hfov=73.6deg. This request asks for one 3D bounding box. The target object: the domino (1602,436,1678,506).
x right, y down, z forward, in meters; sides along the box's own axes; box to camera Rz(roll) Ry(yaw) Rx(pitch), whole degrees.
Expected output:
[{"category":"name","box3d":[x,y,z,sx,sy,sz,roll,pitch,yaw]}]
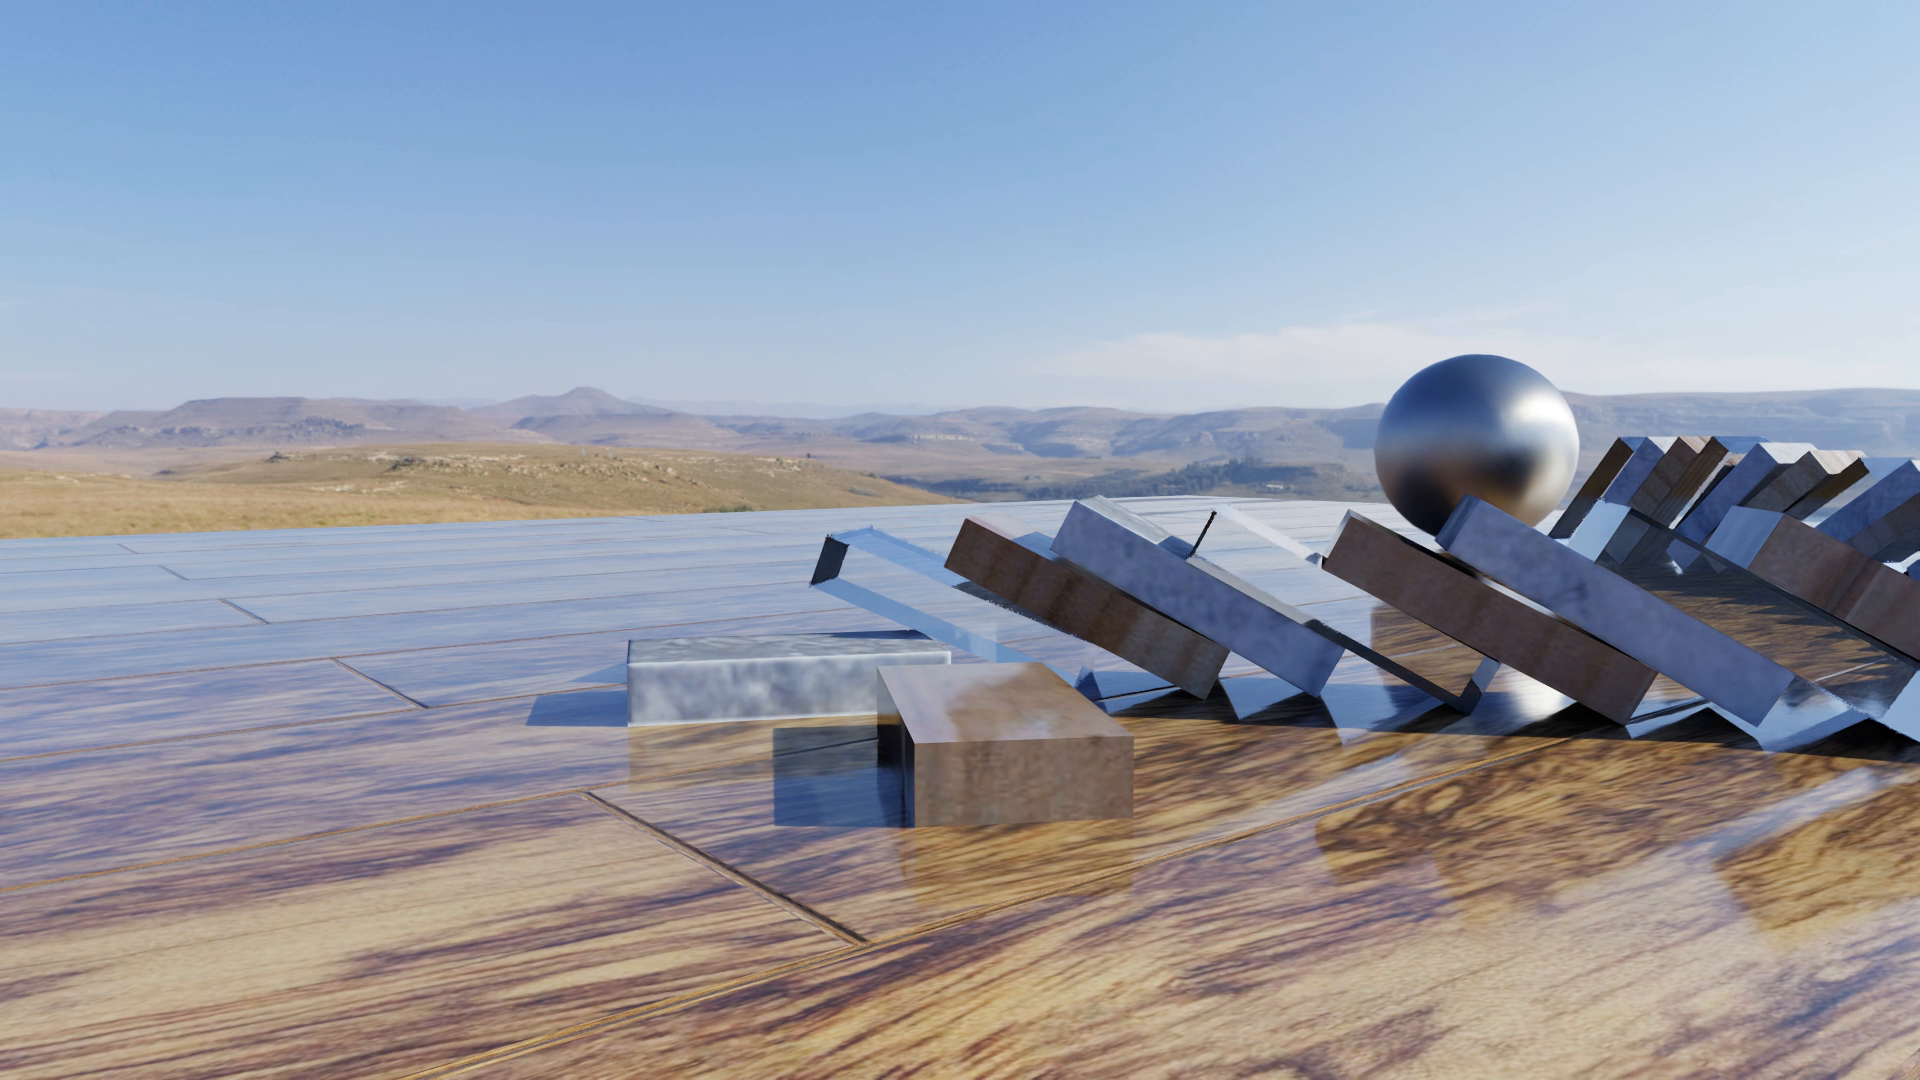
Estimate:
[{"category":"domino","box3d":[0.246,-0.015,0.464,0.025,0.050,0.010,-2,43,-22]}]

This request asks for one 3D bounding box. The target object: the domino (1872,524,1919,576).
[{"category":"domino","box3d":[0.274,0.000,0.347,0.025,0.010,0.050,0,-27,1]}]

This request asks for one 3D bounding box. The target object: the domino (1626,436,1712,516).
[{"category":"domino","box3d":[0.251,-0.014,0.453,0.025,0.050,0.010,-2,43,-23]}]

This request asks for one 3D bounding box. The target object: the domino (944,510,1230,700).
[{"category":"domino","box3d":[0.024,0.011,0.229,0.050,0.009,0.025,27,11,12]}]

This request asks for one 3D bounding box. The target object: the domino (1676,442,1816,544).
[{"category":"domino","box3d":[0.262,-0.011,0.430,0.025,0.050,0.009,-2,48,-23]}]

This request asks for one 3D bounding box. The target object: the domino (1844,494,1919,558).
[{"category":"domino","box3d":[0.278,-0.003,0.368,0.025,0.009,0.050,-1,-31,-14]}]

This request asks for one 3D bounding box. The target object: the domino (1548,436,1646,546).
[{"category":"domino","box3d":[0.242,-0.016,0.476,0.025,0.050,0.009,-2,43,-23]}]

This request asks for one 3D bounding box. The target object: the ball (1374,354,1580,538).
[{"category":"ball","box3d":[0.216,-0.038,0.540,0.080,0.080,0.080,0,4,0]}]

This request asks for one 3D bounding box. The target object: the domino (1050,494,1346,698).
[{"category":"domino","box3d":[0.042,0.009,0.224,0.050,0.010,0.025,29,11,12]}]

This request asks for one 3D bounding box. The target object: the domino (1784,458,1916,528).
[{"category":"domino","box3d":[0.271,-0.007,0.401,0.025,0.009,0.050,-2,-34,-22]}]

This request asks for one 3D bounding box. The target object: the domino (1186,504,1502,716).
[{"category":"domino","box3d":[0.064,0.010,0.217,0.050,0.009,0.025,29,11,12]}]

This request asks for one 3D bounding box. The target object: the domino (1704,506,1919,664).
[{"category":"domino","box3d":[0.141,0.012,0.193,0.050,0.009,0.025,31,12,12]}]

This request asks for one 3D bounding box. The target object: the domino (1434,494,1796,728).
[{"category":"domino","box3d":[0.102,0.010,0.204,0.050,0.009,0.025,32,12,12]}]

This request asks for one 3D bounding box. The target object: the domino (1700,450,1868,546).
[{"category":"domino","box3d":[0.267,-0.009,0.416,0.025,0.010,0.050,-1,-37,-23]}]

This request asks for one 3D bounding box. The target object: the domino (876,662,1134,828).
[{"category":"domino","box3d":[0.004,0.025,0.169,0.025,0.009,0.050,-1,4,-8]}]

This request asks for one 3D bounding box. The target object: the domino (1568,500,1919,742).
[{"category":"domino","box3d":[0.122,0.011,0.198,0.050,0.009,0.025,32,12,12]}]

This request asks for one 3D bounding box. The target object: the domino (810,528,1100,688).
[{"category":"domino","box3d":[0.001,0.012,0.234,0.050,0.009,0.025,22,9,11]}]

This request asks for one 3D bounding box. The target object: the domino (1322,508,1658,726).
[{"category":"domino","box3d":[0.084,0.011,0.210,0.050,0.009,0.025,29,11,12]}]

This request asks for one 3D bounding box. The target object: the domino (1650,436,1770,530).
[{"category":"domino","box3d":[0.256,-0.013,0.442,0.025,0.050,0.010,-2,43,-23]}]

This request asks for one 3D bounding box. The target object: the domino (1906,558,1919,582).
[{"category":"domino","box3d":[0.271,0.001,0.327,0.025,0.009,0.050,1,-27,4]}]

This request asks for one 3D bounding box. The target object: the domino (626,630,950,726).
[{"category":"domino","box3d":[-0.029,0.022,0.211,0.050,0.010,0.025,-1,4,-14]}]

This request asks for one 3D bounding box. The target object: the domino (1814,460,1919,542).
[{"category":"domino","box3d":[0.276,-0.005,0.385,0.025,0.010,0.050,-2,-33,-19]}]
